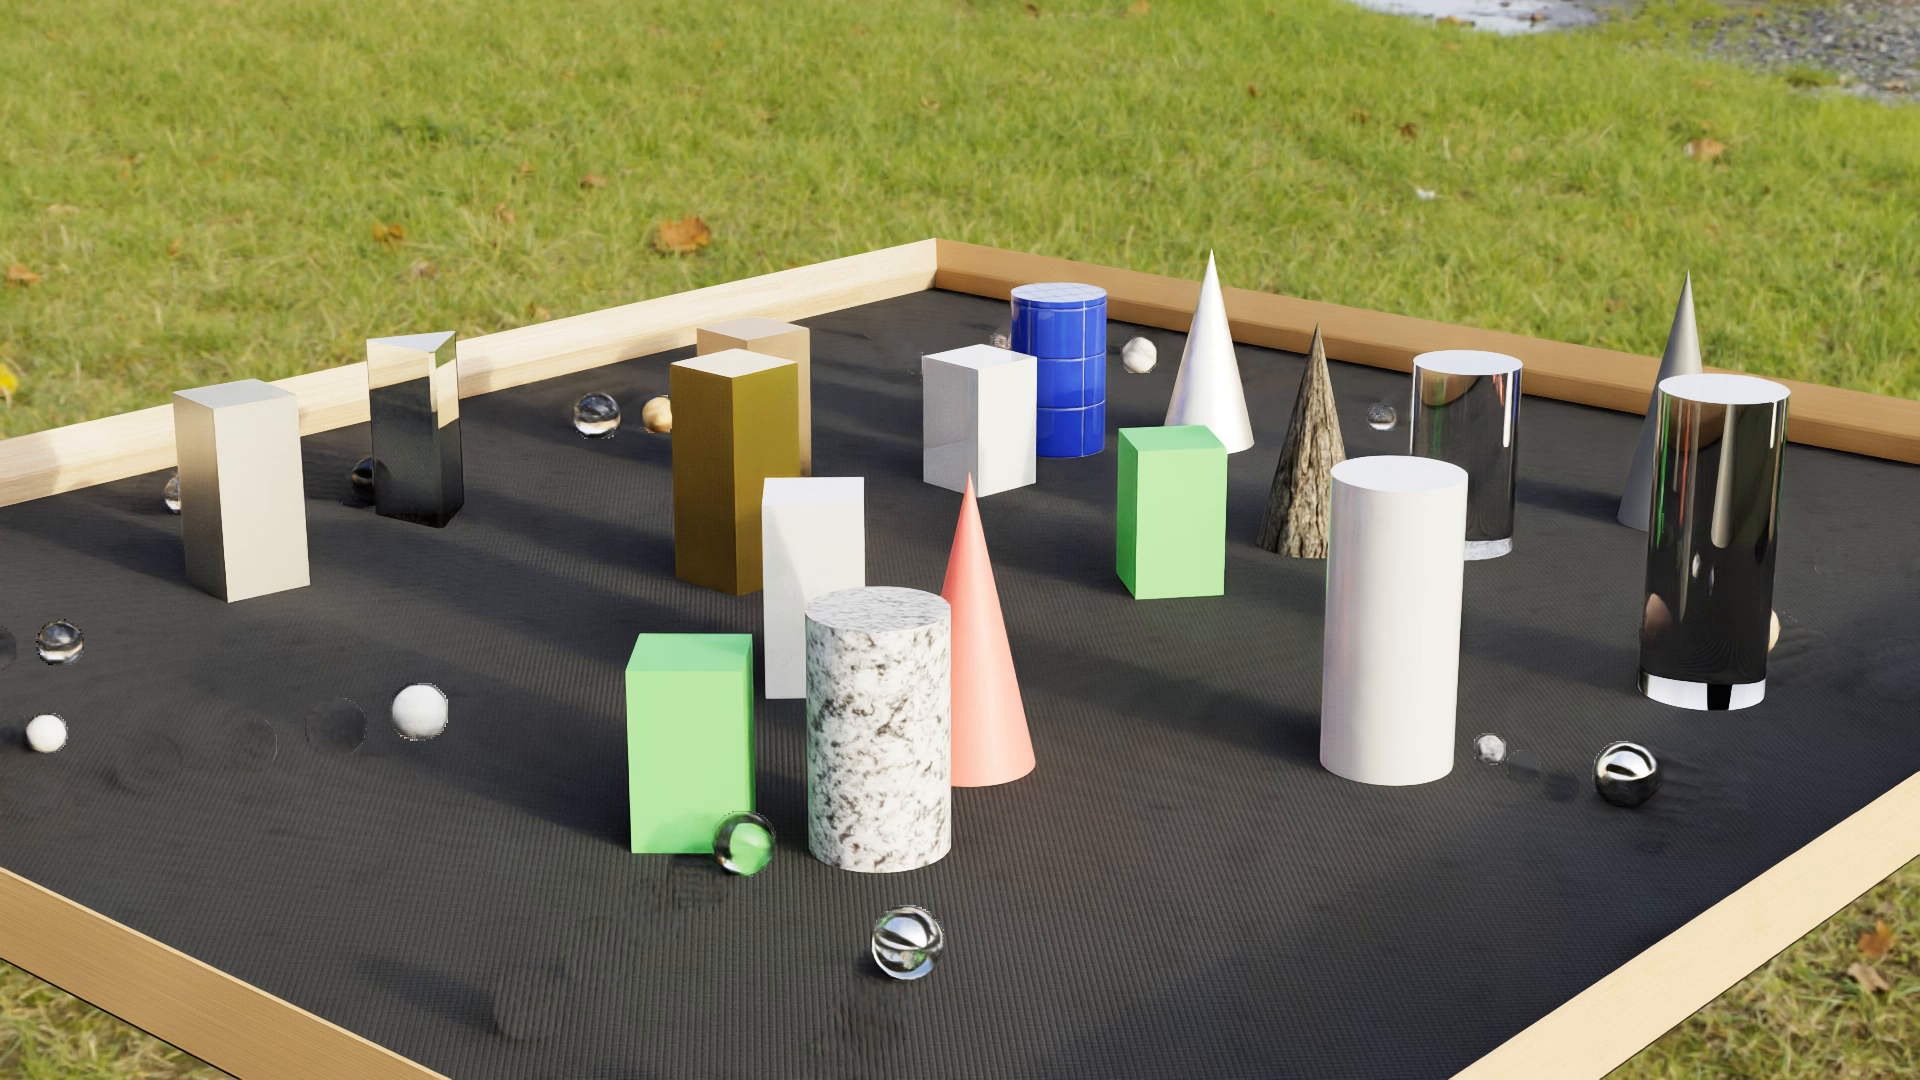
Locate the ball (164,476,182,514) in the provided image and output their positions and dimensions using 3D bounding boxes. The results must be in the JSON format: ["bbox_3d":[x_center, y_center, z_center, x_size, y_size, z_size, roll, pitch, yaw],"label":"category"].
[{"bbox_3d":[-1.478,-0.087,5.602,0.079,0.079,0.079,0,17,0],"label":"ball"}]

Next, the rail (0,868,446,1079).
[{"bbox_3d":[-1.250,0.447,3.742,3.521,0.128,0.045,14,22,39],"label":"rail"}]

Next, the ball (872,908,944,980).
[{"bbox_3d":[-0.065,0.501,3.637,0.089,0.089,0.089,0,17,0],"label":"ball"}]

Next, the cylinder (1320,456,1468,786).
[{"bbox_3d":[0.634,0.116,4.297,0.197,0.444,0.197,0,17,0],"label":"cylinder"}]

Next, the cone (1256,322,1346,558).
[{"bbox_3d":[0.649,-0.197,5.375,0.197,0.422,0.197,0,17,0],"label":"cone"}]

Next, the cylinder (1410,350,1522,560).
[{"bbox_3d":[0.923,-0.157,5.375,0.197,0.346,0.197,0,17,0],"label":"cylinder"}]

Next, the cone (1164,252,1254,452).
[{"bbox_3d":[0.516,-0.402,6.075,0.197,0.409,0.197,0,17,0],"label":"cone"}]

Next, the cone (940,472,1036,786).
[{"bbox_3d":[0.014,0.115,4.292,0.197,0.448,0.197,0,17,0],"label":"cone"}]

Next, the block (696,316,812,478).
[{"bbox_3d":[-0.409,-0.273,5.830,0.158,0.304,0.158,-15,23,-41],"label":"block"}]

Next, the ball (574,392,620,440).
[{"bbox_3d":[-0.760,-0.261,6.146,0.098,0.098,0.098,0,17,0],"label":"ball"}]

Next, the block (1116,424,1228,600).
[{"bbox_3d":[0.371,-0.050,5.157,0.158,0.267,0.158,-3,17,-9],"label":"block"}]

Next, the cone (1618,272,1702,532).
[{"bbox_3d":[1.351,-0.271,5.507,0.197,0.487,0.197,0,17,0],"label":"cone"}]

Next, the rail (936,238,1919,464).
[{"bbox_3d":[1.250,-0.383,6.498,3.521,0.128,0.045,14,22,39],"label":"rail"}]

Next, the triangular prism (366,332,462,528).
[{"bbox_3d":[-1.006,-0.217,5.581,0.171,0.341,0.148,11,20,33],"label":"triangular prism"}]

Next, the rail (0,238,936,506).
[{"bbox_3d":[-1.311,-0.297,6.210,0.045,0.128,3.860,14,22,39],"label":"rail"}]

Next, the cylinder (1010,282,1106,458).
[{"bbox_3d":[0.203,-0.352,6.054,0.197,0.326,0.197,0,17,0],"label":"cylinder"}]

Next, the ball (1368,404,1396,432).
[{"bbox_3d":[0.894,-0.258,6.205,0.059,0.059,0.059,0,17,0],"label":"ball"}]

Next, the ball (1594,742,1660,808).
[{"bbox_3d":[0.950,0.335,4.178,0.093,0.093,0.093,0,17,0],"label":"ball"}]

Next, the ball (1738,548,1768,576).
[{"bbox_3d":[1.416,0.039,5.237,0.050,0.050,0.050,0,17,0],"label":"ball"}]

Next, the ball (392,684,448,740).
[{"bbox_3d":[-0.819,0.260,4.443,0.083,0.083,0.083,0,17,0],"label":"ball"}]

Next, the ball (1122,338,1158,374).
[{"bbox_3d":[0.411,-0.423,6.715,0.081,0.081,0.081,0,17,0],"label":"ball"}]

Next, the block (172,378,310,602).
[{"bbox_3d":[-1.262,-0.089,5.147,0.158,0.346,0.158,-14,22,-38],"label":"block"}]

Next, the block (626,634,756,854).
[{"bbox_3d":[-0.371,0.281,4.062,0.158,0.265,0.158,0,17,1],"label":"block"}]

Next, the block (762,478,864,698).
[{"bbox_3d":[-0.230,0.075,4.654,0.158,0.317,0.158,-1,17,-2],"label":"block"}]

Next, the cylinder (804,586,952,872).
[{"bbox_3d":[-0.111,0.257,4.005,0.197,0.343,0.197,0,17,0],"label":"cylinder"}]

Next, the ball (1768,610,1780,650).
[{"bbox_3d":[1.294,0.145,4.805,0.096,0.096,0.096,0,17,0],"label":"ball"}]

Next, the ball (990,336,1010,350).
[{"bbox_3d":[0.094,-0.456,6.885,0.047,0.047,0.047,0,17,0],"label":"ball"}]

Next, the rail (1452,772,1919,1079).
[{"bbox_3d":[1.311,0.361,4.030,0.045,0.128,3.860,14,22,39],"label":"rail"}]

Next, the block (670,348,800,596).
[{"bbox_3d":[-0.394,-0.121,5.171,0.158,0.393,0.158,15,22,40],"label":"block"}]

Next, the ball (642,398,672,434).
[{"bbox_3d":[-0.634,-0.264,6.196,0.076,0.076,0.076,0,17,0],"label":"ball"}]

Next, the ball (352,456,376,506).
[{"bbox_3d":[-1.125,-0.115,5.663,0.099,0.099,0.099,0,17,0],"label":"ball"}]

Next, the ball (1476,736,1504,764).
[{"bbox_3d":[0.786,0.311,4.347,0.043,0.043,0.043,0,17,0],"label":"ball"}]

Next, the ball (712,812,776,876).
[{"bbox_3d":[-0.291,0.409,3.948,0.084,0.084,0.084,0,17,0],"label":"ball"}]

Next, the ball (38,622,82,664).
[{"bbox_3d":[-1.464,0.168,4.773,0.070,0.070,0.070,0,17,0],"label":"ball"}]

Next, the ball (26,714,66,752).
[{"bbox_3d":[-1.369,0.290,4.390,0.057,0.057,0.057,0,17,0],"label":"ball"}]

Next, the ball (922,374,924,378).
[{"bbox_3d":[-0.062,-0.371,6.606,0.044,0.044,0.044,0,17,0],"label":"ball"}]

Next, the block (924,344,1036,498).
[{"bbox_3d":[0.039,-0.237,5.795,0.158,0.256,0.158,-15,22,-41],"label":"block"}]

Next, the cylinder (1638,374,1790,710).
[{"bbox_3d":[1.179,0.002,4.594,0.197,0.492,0.197,0,17,0],"label":"cylinder"}]
